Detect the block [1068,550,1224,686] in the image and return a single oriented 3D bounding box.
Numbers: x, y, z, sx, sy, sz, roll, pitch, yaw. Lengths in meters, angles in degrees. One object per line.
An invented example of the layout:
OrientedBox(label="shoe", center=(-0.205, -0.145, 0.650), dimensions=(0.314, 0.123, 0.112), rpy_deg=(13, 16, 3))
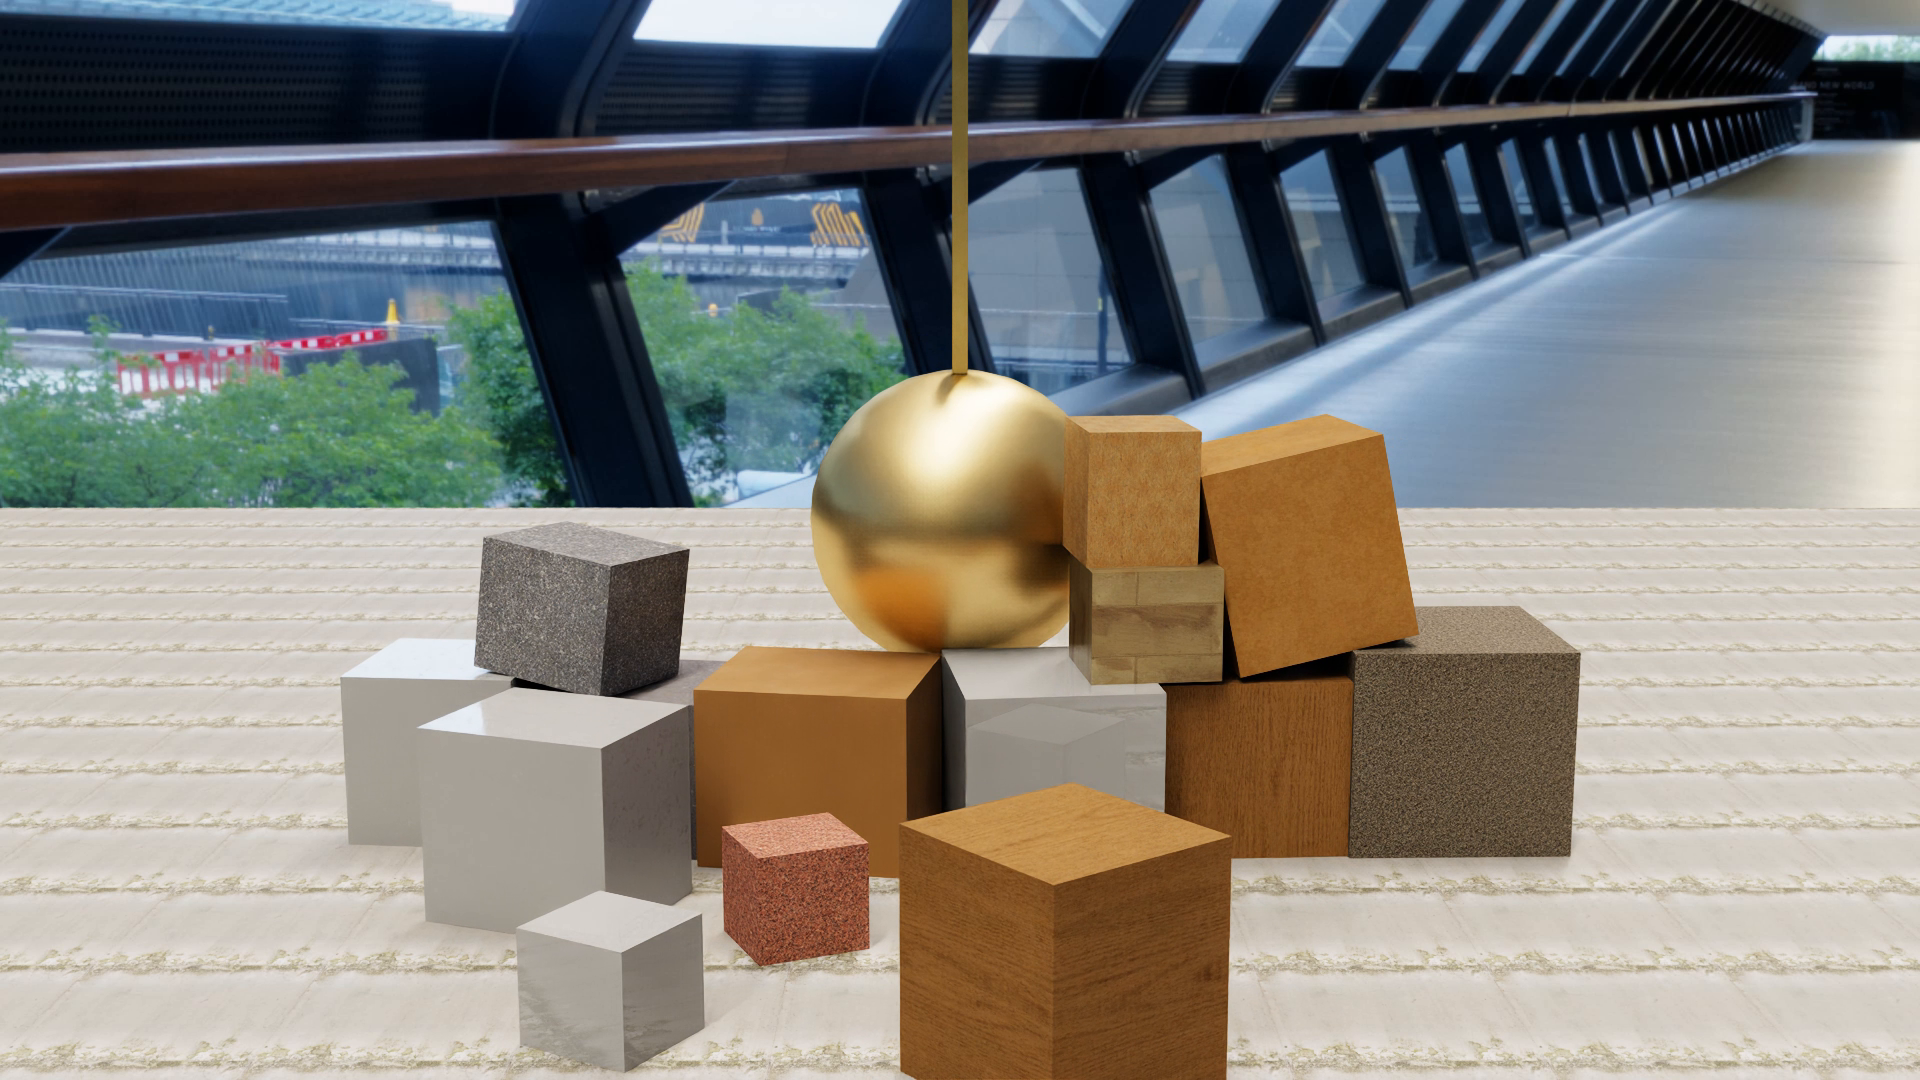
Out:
OrientedBox(label="block", center=(0.909, 0.366, 10.833), dimensions=(0.642, 0.549, 0.606), rpy_deg=(-1, 10, -7))

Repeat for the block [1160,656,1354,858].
OrientedBox(label="block", center=(1.403, 1.052, 11.304), dimensions=(0.989, 0.886, 1.000), rpy_deg=(-1, 10, -3))

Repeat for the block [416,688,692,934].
OrientedBox(label="block", center=(-1.850, 1.253, 10.129), dimensions=(0.944, 0.911, 0.792), rpy_deg=(4, 11, 21))

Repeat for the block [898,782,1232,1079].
OrientedBox(label="block", center=(0.385, 1.559, 8.241), dimensions=(0.866, 0.985, 0.884), rpy_deg=(-8, 13, -38))

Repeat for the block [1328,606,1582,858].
OrientedBox(label="block", center=(2.465, 0.965, 11.355), dimensions=(1.105, 1.038, 1.105), rpy_deg=(0, 10, -1))

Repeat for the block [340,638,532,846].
OrientedBox(label="block", center=(-2.612, 1.040, 11.409), dimensions=(0.871, 0.872, 0.864), rpy_deg=(1, 10, 5))

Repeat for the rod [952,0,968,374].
OrientedBox(label="rod", center=(0.000, -3.382, 10.816), dimensions=(0.080, 5.200, 0.080), rpy_deg=(0, 16, 0))

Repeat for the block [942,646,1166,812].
OrientedBox(label="block", center=(0.440, 1.100, 10.919), dimensions=(0.956, 0.928, 1.031), rpy_deg=(-1, 10, -7))

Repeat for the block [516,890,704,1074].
OrientedBox(label="block", center=(-1.376, 1.732, 8.684), dimensions=(0.524, 0.484, 0.502), rpy_deg=(6, 12, 30))

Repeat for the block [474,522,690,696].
OrientedBox(label="block", center=(-1.911, 0.339, 11.130), dimensions=(0.771, 0.668, 0.688), rpy_deg=(12, 12, 25))

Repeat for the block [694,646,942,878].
OrientedBox(label="block", center=(-0.688, 1.093, 11.059), dimensions=(1.047, 0.892, 0.953), rpy_deg=(2, 10, 10))

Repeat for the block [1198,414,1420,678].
OrientedBox(label="block", center=(1.649, 0.004, 11.154), dimensions=(0.915, 1.016, 0.961), rpy_deg=(-13, 11, -5))

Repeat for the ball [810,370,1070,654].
OrientedBox(label="ball", center=(0.000, -0.109, 11.738), dimensions=(1.600, 1.600, 1.600), rpy_deg=(0, 10, 0))

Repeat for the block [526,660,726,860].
OrientedBox(label="block", center=(-1.674, 1.100, 11.314), dimensions=(0.964, 0.788, 0.927), rpy_deg=(2, 10, 9))

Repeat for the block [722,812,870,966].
OrientedBox(label="block", center=(-0.731, 1.539, 9.744), dimensions=(0.511, 0.486, 0.486), rpy_deg=(-5, 11, -24))

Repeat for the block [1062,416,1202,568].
OrientedBox(label="block", center=(0.839, -0.247, 10.822), dimensions=(0.550, 0.656, 0.572), rpy_deg=(-1, 11, -9))
